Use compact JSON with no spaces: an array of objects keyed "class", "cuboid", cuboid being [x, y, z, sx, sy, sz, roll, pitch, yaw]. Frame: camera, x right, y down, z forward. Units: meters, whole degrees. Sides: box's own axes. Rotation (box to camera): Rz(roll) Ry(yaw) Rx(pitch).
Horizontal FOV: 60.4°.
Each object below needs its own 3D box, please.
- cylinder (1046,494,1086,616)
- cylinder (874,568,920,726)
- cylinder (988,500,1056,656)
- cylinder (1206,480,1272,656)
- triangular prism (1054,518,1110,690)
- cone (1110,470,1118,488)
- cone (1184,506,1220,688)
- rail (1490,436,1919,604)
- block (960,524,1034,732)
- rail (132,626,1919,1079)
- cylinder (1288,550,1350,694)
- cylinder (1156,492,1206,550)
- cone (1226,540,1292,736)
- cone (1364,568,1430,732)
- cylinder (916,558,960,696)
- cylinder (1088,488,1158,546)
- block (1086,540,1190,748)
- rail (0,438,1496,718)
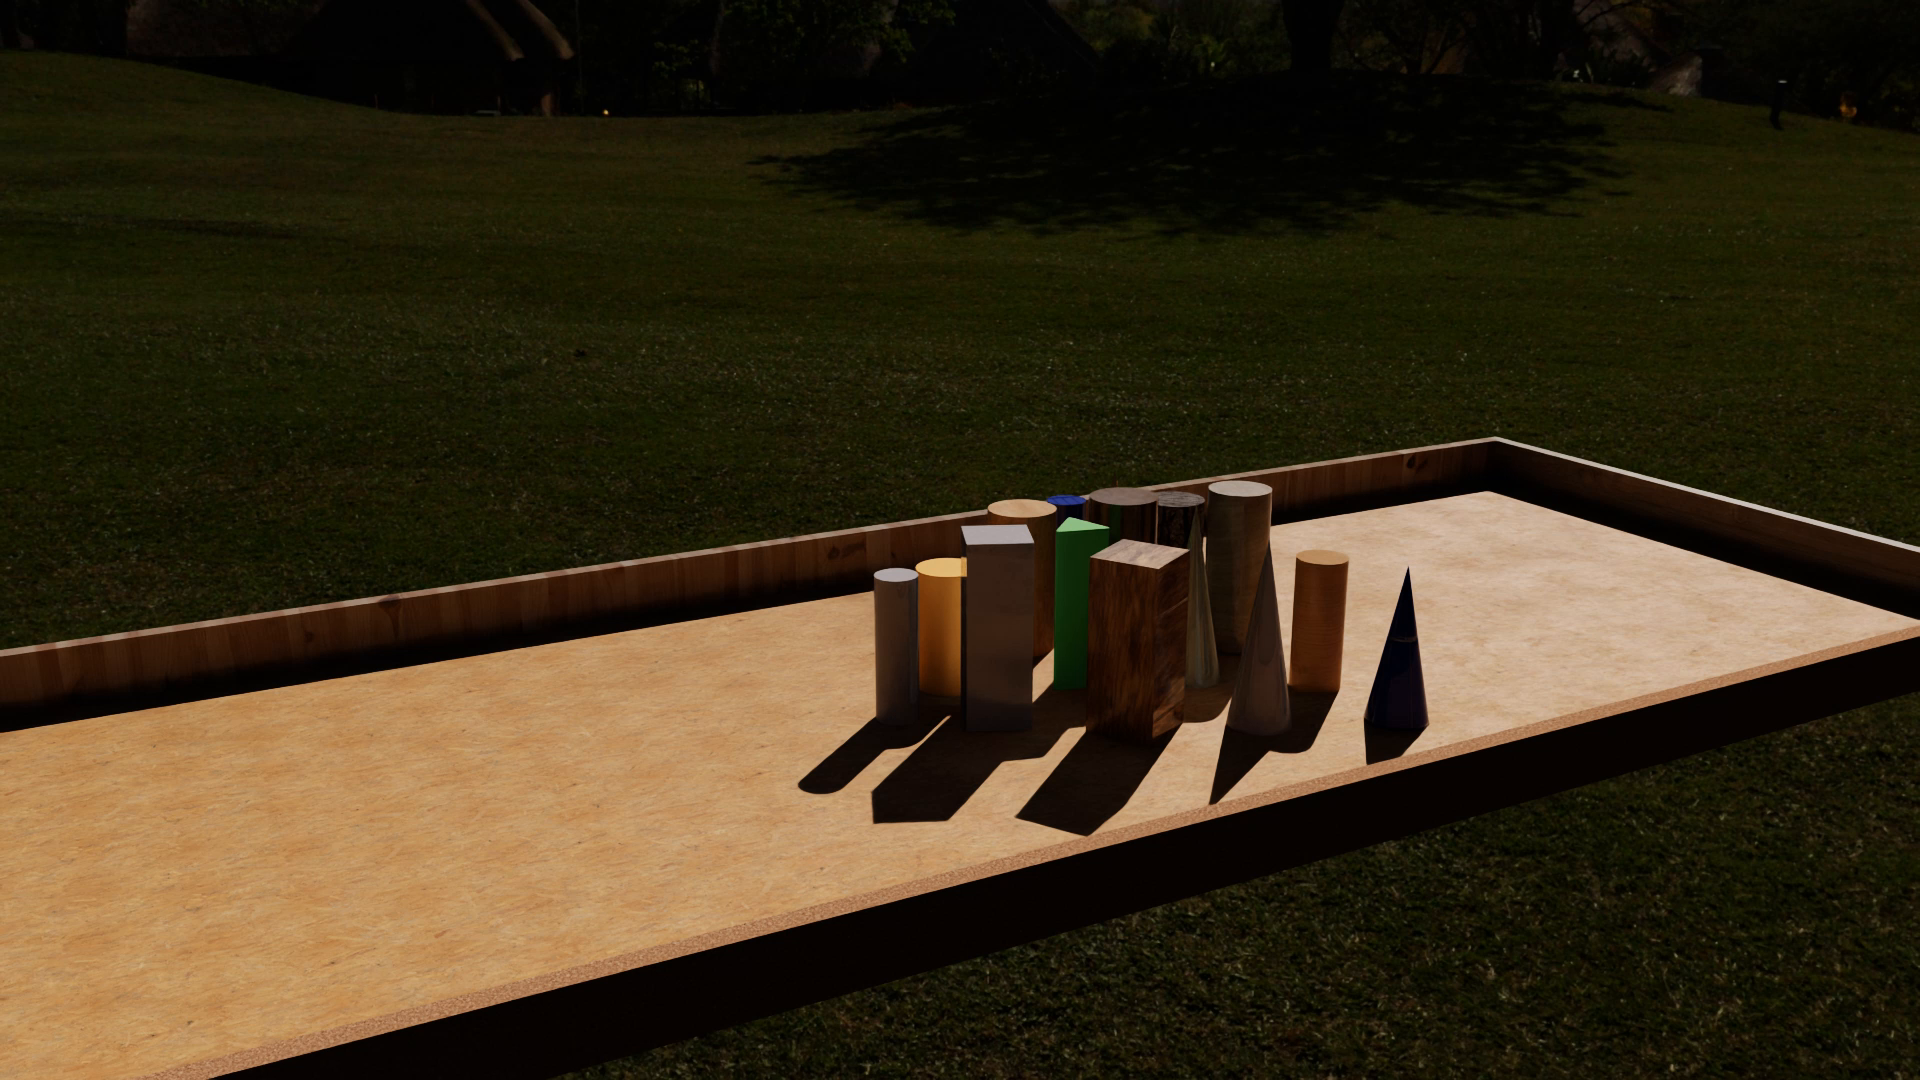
[{"class":"cylinder","cuboid":[0.296,0.044,4.630,0.109,0.324,0.109,0,16,0]},{"class":"cylinder","cuboid":[-0.148,0.251,3.872,0.104,0.355,0.104,0,16,0]},{"class":"cylinder","cuboid":[0.162,0.100,4.342,0.180,0.380,0.180,0,16,0]},{"class":"cylinder","cuboid":[0.728,0.073,4.343,0.164,0.431,0.164,0,16,0]},{"class":"triangular prism","cuboid":[0.285,0.156,4.097,0.133,0.410,0.115,-4,17,-13]},{"class":"cone","cuboid":[0.454,-0.041,4.870,0.135,0.352,0.135,0,16,0]},{"class":"cone","cuboid":[0.580,0.128,4.109,0.157,0.457,0.157,0,16,0]},{"class":"rail","cuboid":[2.466,-0.048,5.253,0.050,0.150,2.100,-9,18,-27]},{"class":"block","cuboid":[0.085,0.205,3.854,0.154,0.454,0.154,-1,16,-5]},{"class":"rail","cuboid":[-2.336,1.006,1.665,12.000,0.150,0.050,-9,18,-27]},{"class":"cylinder","cuboid":[0.885,0.202,4.071,0.127,0.335,0.127,0,16,0]},{"class":"cylinder","cuboid":[0.591,0.048,4.598,0.168,0.335,0.168,0,16,0]},{"class":"cone","cuboid":[0.705,0.213,3.821,0.154,0.455,0.154,0,16,0]},{"class":"cone","cuboid":[1.033,0.242,3.852,0.152,0.384,0.152,0,16,0]},{"class":"cylinder","cuboid":[-0.031,0.214,4.083,0.156,0.307,0.156,0,16,0]},{"class":"cylinder","cuboid":[0.423,0.089,4.308,0.179,0.420,0.179,0,16,0]},{"class":"block","cuboid":[0.409,0.235,3.803,0.170,0.425,0.170,10,19,30]},{"class":"rail","cuboid":[-3.305,0.497,3.399,12.000,0.150,0.050,-9,18,-27]}]
